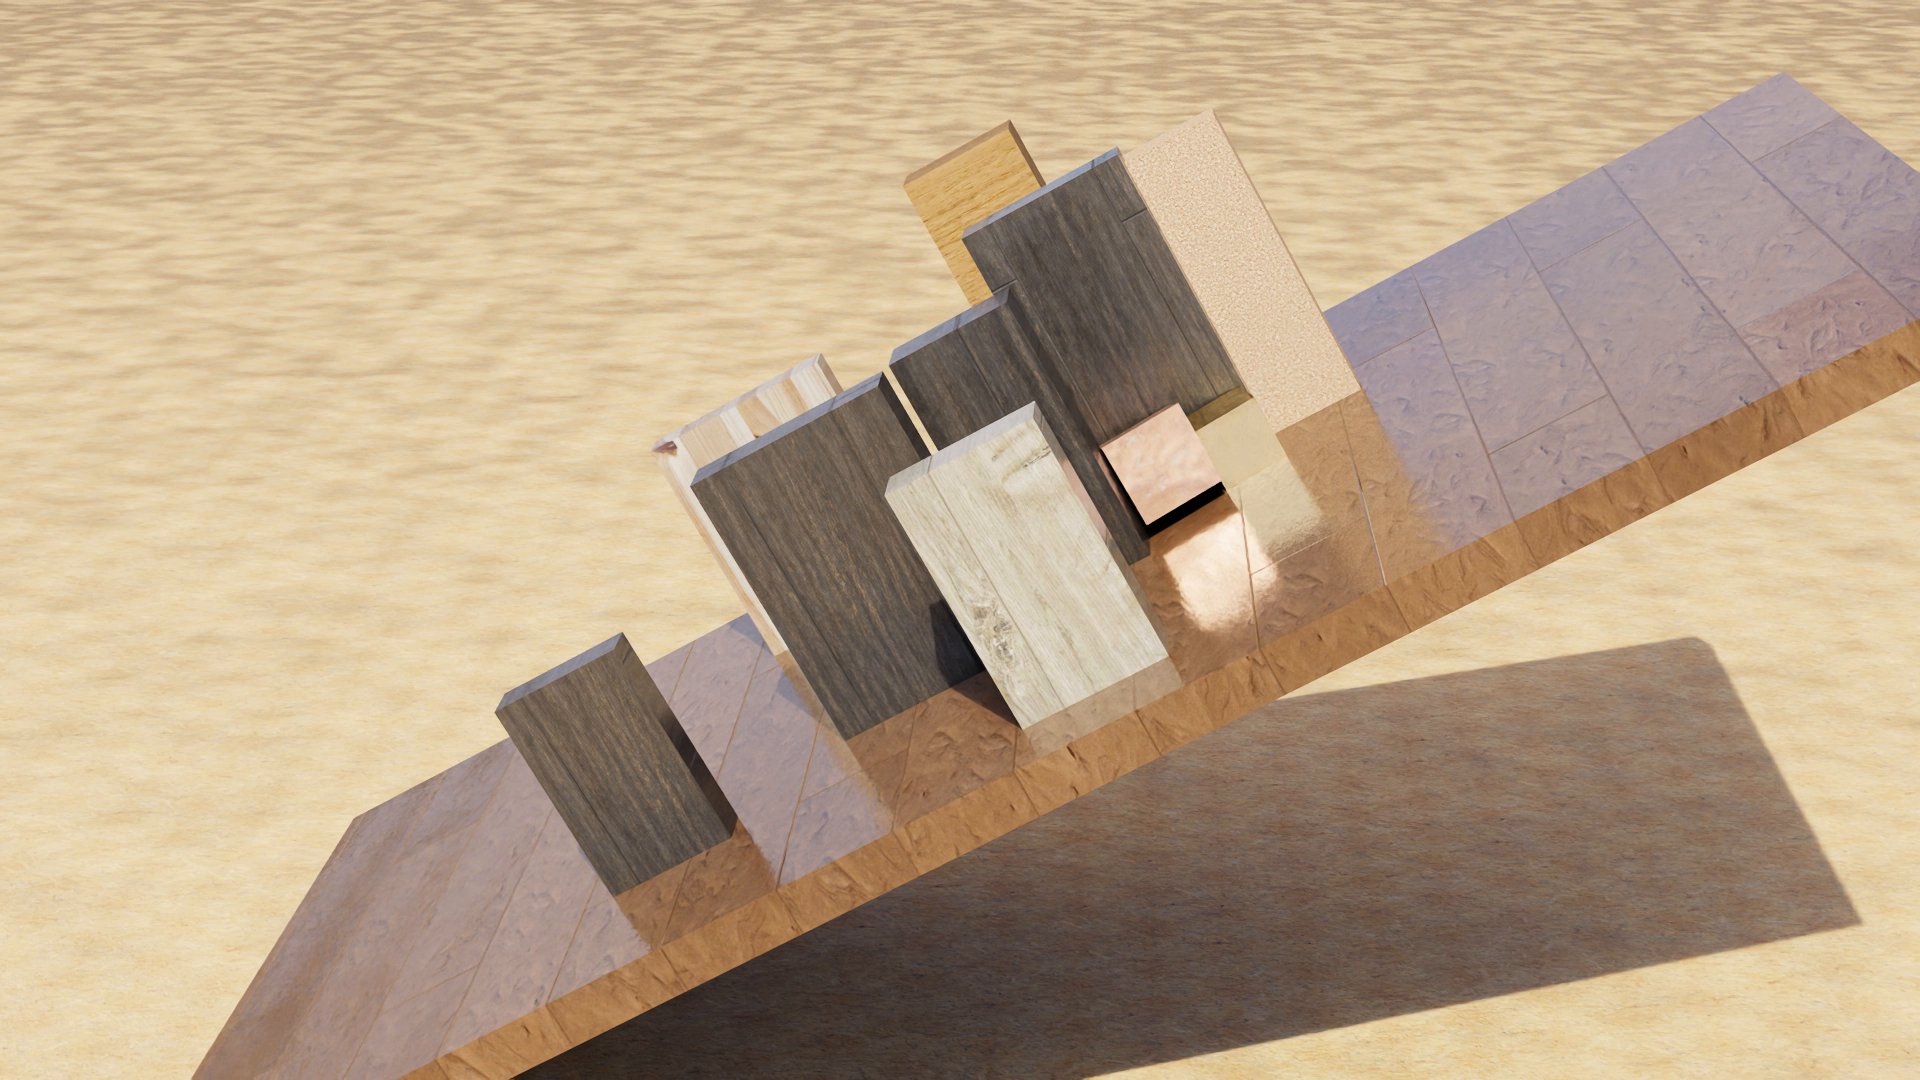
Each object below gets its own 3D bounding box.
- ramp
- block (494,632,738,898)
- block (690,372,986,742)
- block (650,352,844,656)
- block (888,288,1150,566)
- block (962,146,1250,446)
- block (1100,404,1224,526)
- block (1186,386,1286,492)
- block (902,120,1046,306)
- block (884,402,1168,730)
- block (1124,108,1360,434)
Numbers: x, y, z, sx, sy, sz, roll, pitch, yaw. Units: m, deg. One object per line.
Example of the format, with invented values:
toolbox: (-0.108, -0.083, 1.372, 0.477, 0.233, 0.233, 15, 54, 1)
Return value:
ramp: (0.142, 0.167, 6.283, 4.000, 0.100, 2.000, -27, 14, 11)
block: (-0.680, 0.448, 5.846, 0.277, 0.450, 0.104, -27, 14, 11)
block: (-0.195, 0.036, 5.938, 0.433, 0.618, 0.117, -27, 14, 11)
block: (-0.376, -0.079, 6.803, 0.444, 0.565, 0.093, -27, 14, 11)
block: (0.127, -0.181, 6.061, 0.275, 0.607, 0.132, -27, 14, 11)
block: (0.341, -0.438, 6.302, 0.374, 0.708, 0.097, -27, 14, 11)
block: (0.417, -0.160, 6.197, 0.185, 0.185, 0.185, -31, 2, -1)
block: (0.577, -0.216, 6.218, 0.146, 0.146, 0.146, -31, 14, 0)
block: (0.184, -0.571, 6.916, 0.278, 0.783, 0.127, -27, 14, 11)
block: (0.127, 0.049, 5.452, 0.309, 0.519, 0.116, -27, 14, 11)
block: (0.540, -0.539, 6.317, 0.365, 0.675, 0.097, -27, 14, 11)
